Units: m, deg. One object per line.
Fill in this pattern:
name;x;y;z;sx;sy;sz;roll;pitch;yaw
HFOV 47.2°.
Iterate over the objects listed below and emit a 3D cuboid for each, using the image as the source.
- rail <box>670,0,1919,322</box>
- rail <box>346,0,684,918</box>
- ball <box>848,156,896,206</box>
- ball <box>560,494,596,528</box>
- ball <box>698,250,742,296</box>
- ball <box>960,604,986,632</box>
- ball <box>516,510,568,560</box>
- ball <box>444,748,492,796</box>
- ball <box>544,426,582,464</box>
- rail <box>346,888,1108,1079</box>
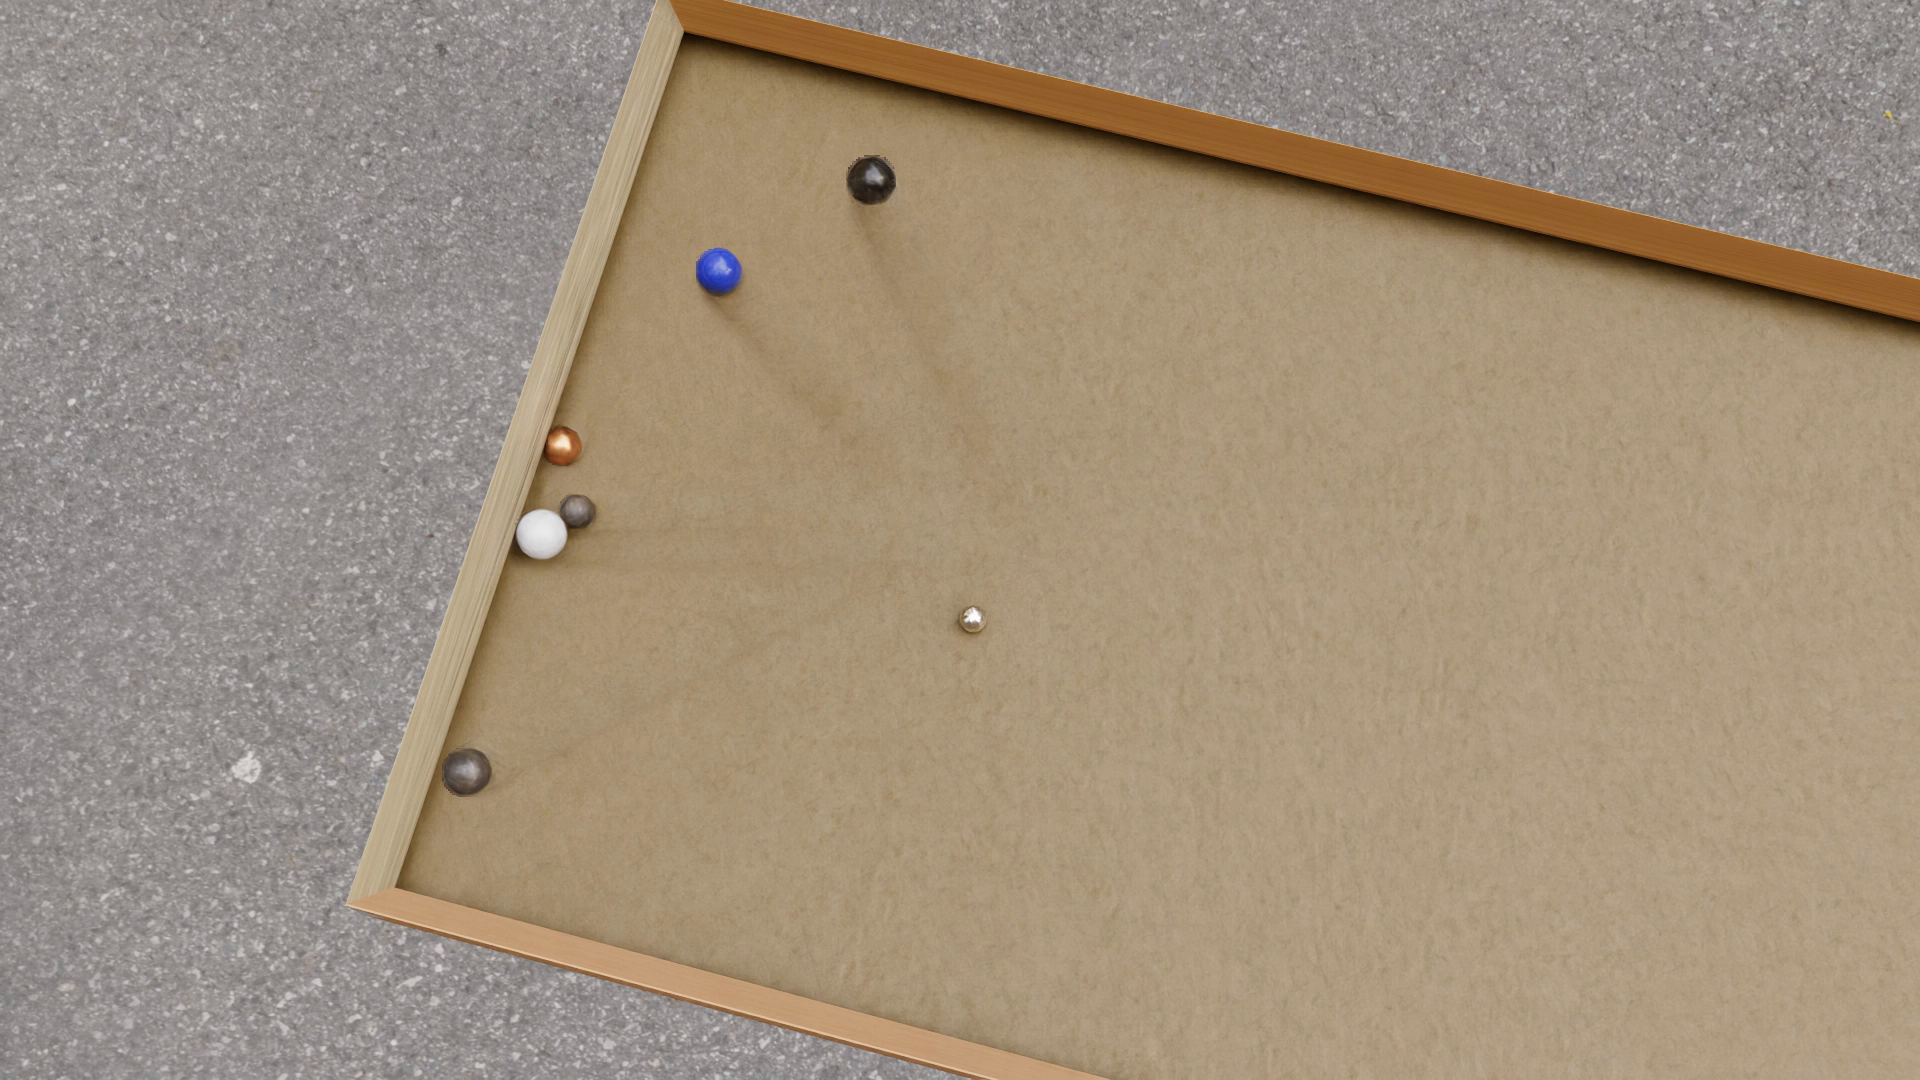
rail;0.876;-0.528;3.532;2.833;0.102;0.045;14;73;4
rail;-0.662;-0.172;3.421;0.045;0.102;1.550;14;73;4
ball;-0.143;-0.581;3.561;0.078;0.078;0.078;0;73;0
ball;-0.592;-0.044;3.408;0.054;0.054;0.054;0;73;0
ball;-0.384;-0.428;3.517;0.072;0.072;0.072;0;73;0
ball;0.020;0.120;3.363;0.042;0.042;0.042;0;73;0
ball;-0.644;-0.009;3.384;0.078;0.078;0.078;0;73;0
ball;-0.734;0.346;3.279;0.069;0.069;0.069;0;73;0
ball;-0.621;-0.148;3.437;0.058;0.058;0.058;0;73;0
rail;0.494;0.860;3.101;2.833;0.102;0.045;14;73;4
